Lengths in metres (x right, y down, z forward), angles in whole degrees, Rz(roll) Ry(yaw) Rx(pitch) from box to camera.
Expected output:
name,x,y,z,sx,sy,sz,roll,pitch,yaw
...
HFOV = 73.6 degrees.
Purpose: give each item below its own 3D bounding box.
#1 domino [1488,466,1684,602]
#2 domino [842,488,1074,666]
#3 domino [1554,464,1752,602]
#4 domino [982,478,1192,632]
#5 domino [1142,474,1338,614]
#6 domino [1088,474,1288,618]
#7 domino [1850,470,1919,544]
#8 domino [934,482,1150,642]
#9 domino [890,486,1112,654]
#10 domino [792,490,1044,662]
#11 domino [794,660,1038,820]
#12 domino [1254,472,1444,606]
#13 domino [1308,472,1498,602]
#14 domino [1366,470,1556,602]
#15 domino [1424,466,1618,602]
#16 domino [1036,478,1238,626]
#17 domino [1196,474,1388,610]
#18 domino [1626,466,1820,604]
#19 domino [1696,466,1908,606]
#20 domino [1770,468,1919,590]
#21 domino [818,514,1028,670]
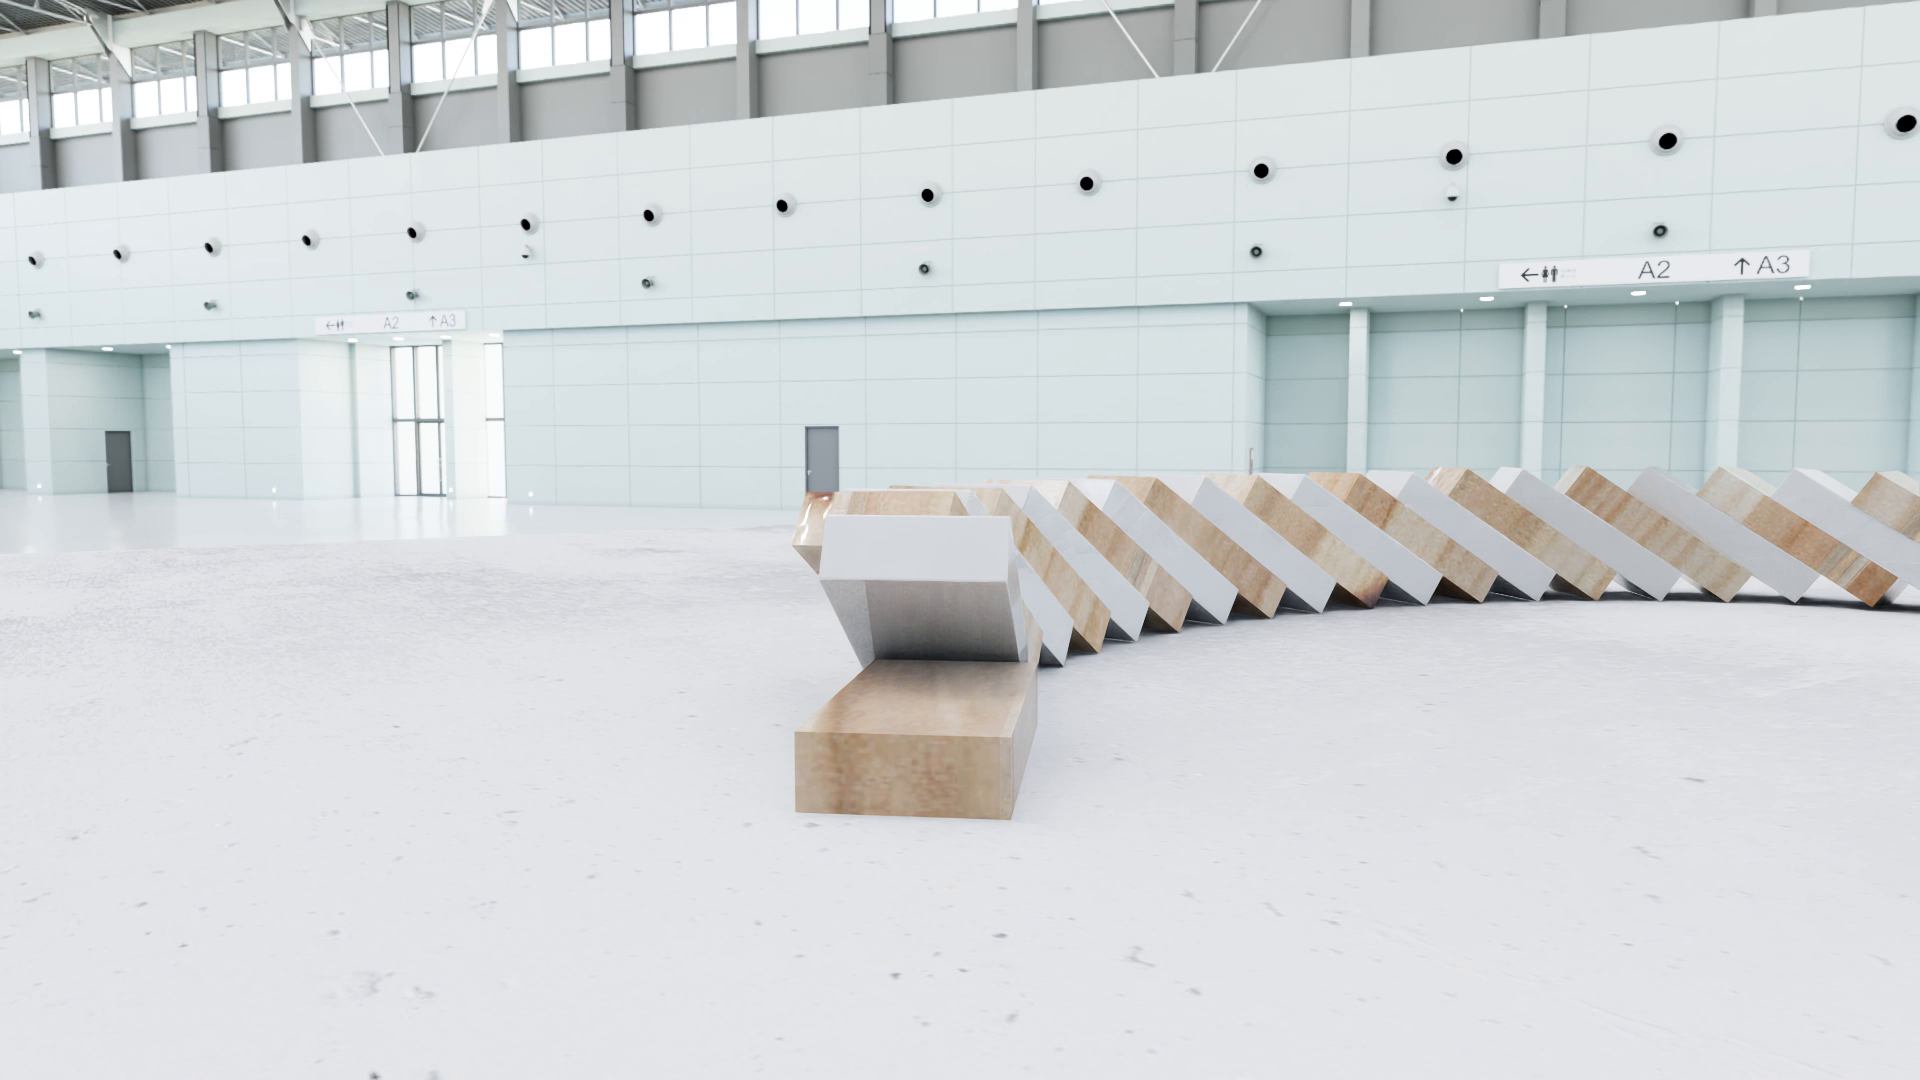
name,x,y,z,sx,sy,sz,roll,pitch,yaw
domino,0.173,-0.002,0.360,0.050,0.009,0.025,35,9,6
domino,0.000,0.008,0.233,0.025,0.010,0.050,2,-28,29
domino,0.192,-0.003,0.359,0.050,0.010,0.025,37,13,11
domino,0.027,0.004,0.284,0.025,0.010,0.050,4,-26,47
domino,0.068,0.001,0.322,0.050,0.009,0.025,34,-12,-26
domino,0.053,0.002,0.311,0.050,0.009,0.025,35,-15,-29
domino,0.252,0.001,0.319,0.025,0.009,0.050,-4,39,-43
domino,0.016,0.005,0.268,0.025,0.009,0.050,4,-27,41
domino,0.008,0.006,0.251,0.025,0.010,0.050,3,-27,34
domino,-0.005,0.009,0.214,0.025,0.010,0.050,1,-29,22
domino,-0.004,0.025,0.171,0.025,0.010,0.050,1,4,7
domino,0.101,0.000,0.341,0.050,0.009,0.025,33,-6,-17
domino,0.118,-0.001,0.348,0.050,0.009,0.025,32,-5,-15
domino,0.136,-0.002,0.354,0.050,0.010,0.025,33,-1,-9
domino,0.154,-0.002,0.358,0.050,0.010,0.025,34,4,-2
domino,0.040,0.003,0.298,0.050,0.010,0.025,37,-20,-35
domino,0.084,0.000,0.332,0.050,0.009,0.025,34,-10,-23
domino,0.213,-0.002,0.357,0.050,0.010,0.025,42,25,27
domino,0.229,-0.002,0.347,0.025,0.009,0.050,-1,37,-44
domino,0.241,-0.001,0.334,0.025,0.010,0.050,-2,37,-44
domino,-0.004,0.012,0.193,0.025,0.010,0.050,1,-25,6
